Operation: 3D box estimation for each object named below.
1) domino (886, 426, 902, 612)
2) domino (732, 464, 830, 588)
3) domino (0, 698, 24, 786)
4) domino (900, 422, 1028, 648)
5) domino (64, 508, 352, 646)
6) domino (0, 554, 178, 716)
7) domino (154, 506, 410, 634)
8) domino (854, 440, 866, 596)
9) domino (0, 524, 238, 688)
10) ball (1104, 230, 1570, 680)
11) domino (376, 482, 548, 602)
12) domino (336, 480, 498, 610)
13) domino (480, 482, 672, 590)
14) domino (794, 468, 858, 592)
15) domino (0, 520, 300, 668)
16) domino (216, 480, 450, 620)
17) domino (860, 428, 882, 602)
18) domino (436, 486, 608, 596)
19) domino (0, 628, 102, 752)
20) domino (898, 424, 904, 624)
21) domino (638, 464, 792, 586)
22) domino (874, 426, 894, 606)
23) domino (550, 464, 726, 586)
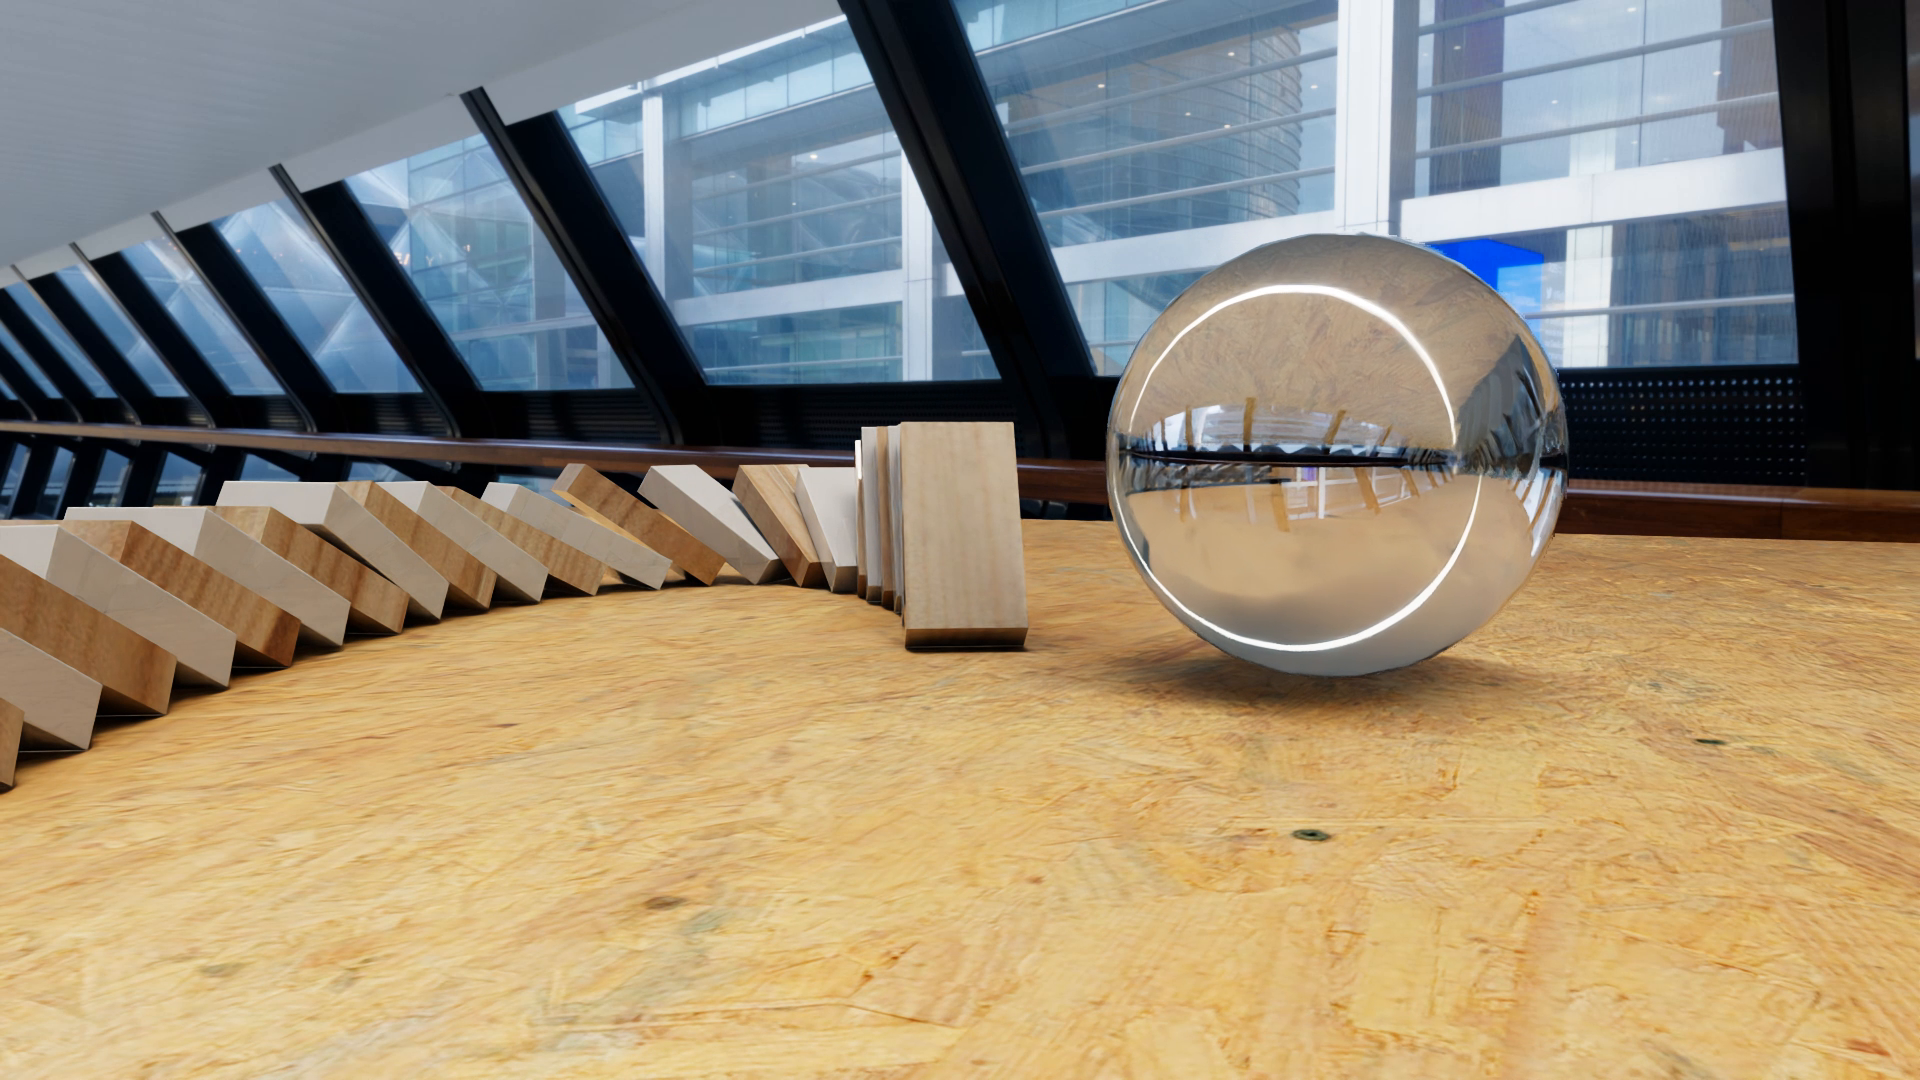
[{"bbox_3d":[-0.006,-0.006,0.334,0.025,0.050,0.010,-1,-28,-7],"label":"domino"},{"bbox_3d":[-0.049,-0.005,0.400,0.025,0.009,0.050,-3,39,-38],"label":"domino"},{"bbox_3d":[-0.125,0.016,0.134,0.025,0.009,0.050,-2,-23,-11],"label":"domino"},{"bbox_3d":[0.000,-0.002,0.277,0.025,0.050,0.009,0,-28,-5],"label":"domino"},{"bbox_3d":[-0.141,0.008,0.243,0.025,0.009,0.050,0,-22,4],"label":"domino"},{"bbox_3d":[-0.136,0.014,0.179,0.025,0.009,0.050,0,-22,-5],"label":"domino"},{"bbox_3d":[-0.140,0.007,0.267,0.025,0.009,0.050,1,-22,9],"label":"domino"},{"bbox_3d":[-0.017,-0.007,0.370,0.025,0.050,0.009,0,-39,-7],"label":"domino"},{"bbox_3d":[-0.139,0.012,0.200,0.025,0.010,0.050,-1,-22,-2],"label":"domino"},{"bbox_3d":[0.066,-0.015,0.233,0.080,0.080,0.080,0,4,0],"label":"ball"},{"bbox_3d":[-0.130,0.001,0.325,0.025,0.009,0.050,0,-26,19],"label":"domino"},{"bbox_3d":[-0.136,0.002,0.305,0.025,0.010,0.050,-2,-26,15],"label":"domino"},{"bbox_3d":[-0.111,-0.001,0.369,0.050,0.009,0.025,31,-15,-35],"label":"domino"},{"bbox_3d":[-0.032,-0.004,0.387,0.025,0.010,0.050,-2,37,-22],"label":"domino"},{"bbox_3d":[-0.141,0.011,0.223,0.025,0.009,0.050,0,-22,4],"label":"domino"},{"bbox_3d":[-0.138,0.003,0.285,0.025,0.009,0.050,1,-26,8],"label":"domino"},{"bbox_3d":[-0.014,-0.008,0.355,0.025,0.050,0.010,-1,-28,-8],"label":"domino"},{"bbox_3d":[-0.125,0.000,0.351,0.025,0.009,0.050,4,-22,41],"label":"domino"},{"bbox_3d":[-0.132,0.015,0.156,0.025,0.009,0.050,0,-24,-5],"label":"domino"},{"bbox_3d":[-0.002,-0.004,0.311,0.025,0.050,0.009,0,-28,-5],"label":"domino"},{"bbox_3d":[-0.074,-0.005,0.402,0.050,0.009,0.025,37,16,15],"label":"domino"},{"bbox_3d":[-0.009,-0.007,0.344,0.025,0.050,0.010,-1,-28,-7],"label":"domino"},{"bbox_3d":[-0.096,-0.005,0.383,0.050,0.009,0.025,37,-14,-25],"label":"domino"}]
